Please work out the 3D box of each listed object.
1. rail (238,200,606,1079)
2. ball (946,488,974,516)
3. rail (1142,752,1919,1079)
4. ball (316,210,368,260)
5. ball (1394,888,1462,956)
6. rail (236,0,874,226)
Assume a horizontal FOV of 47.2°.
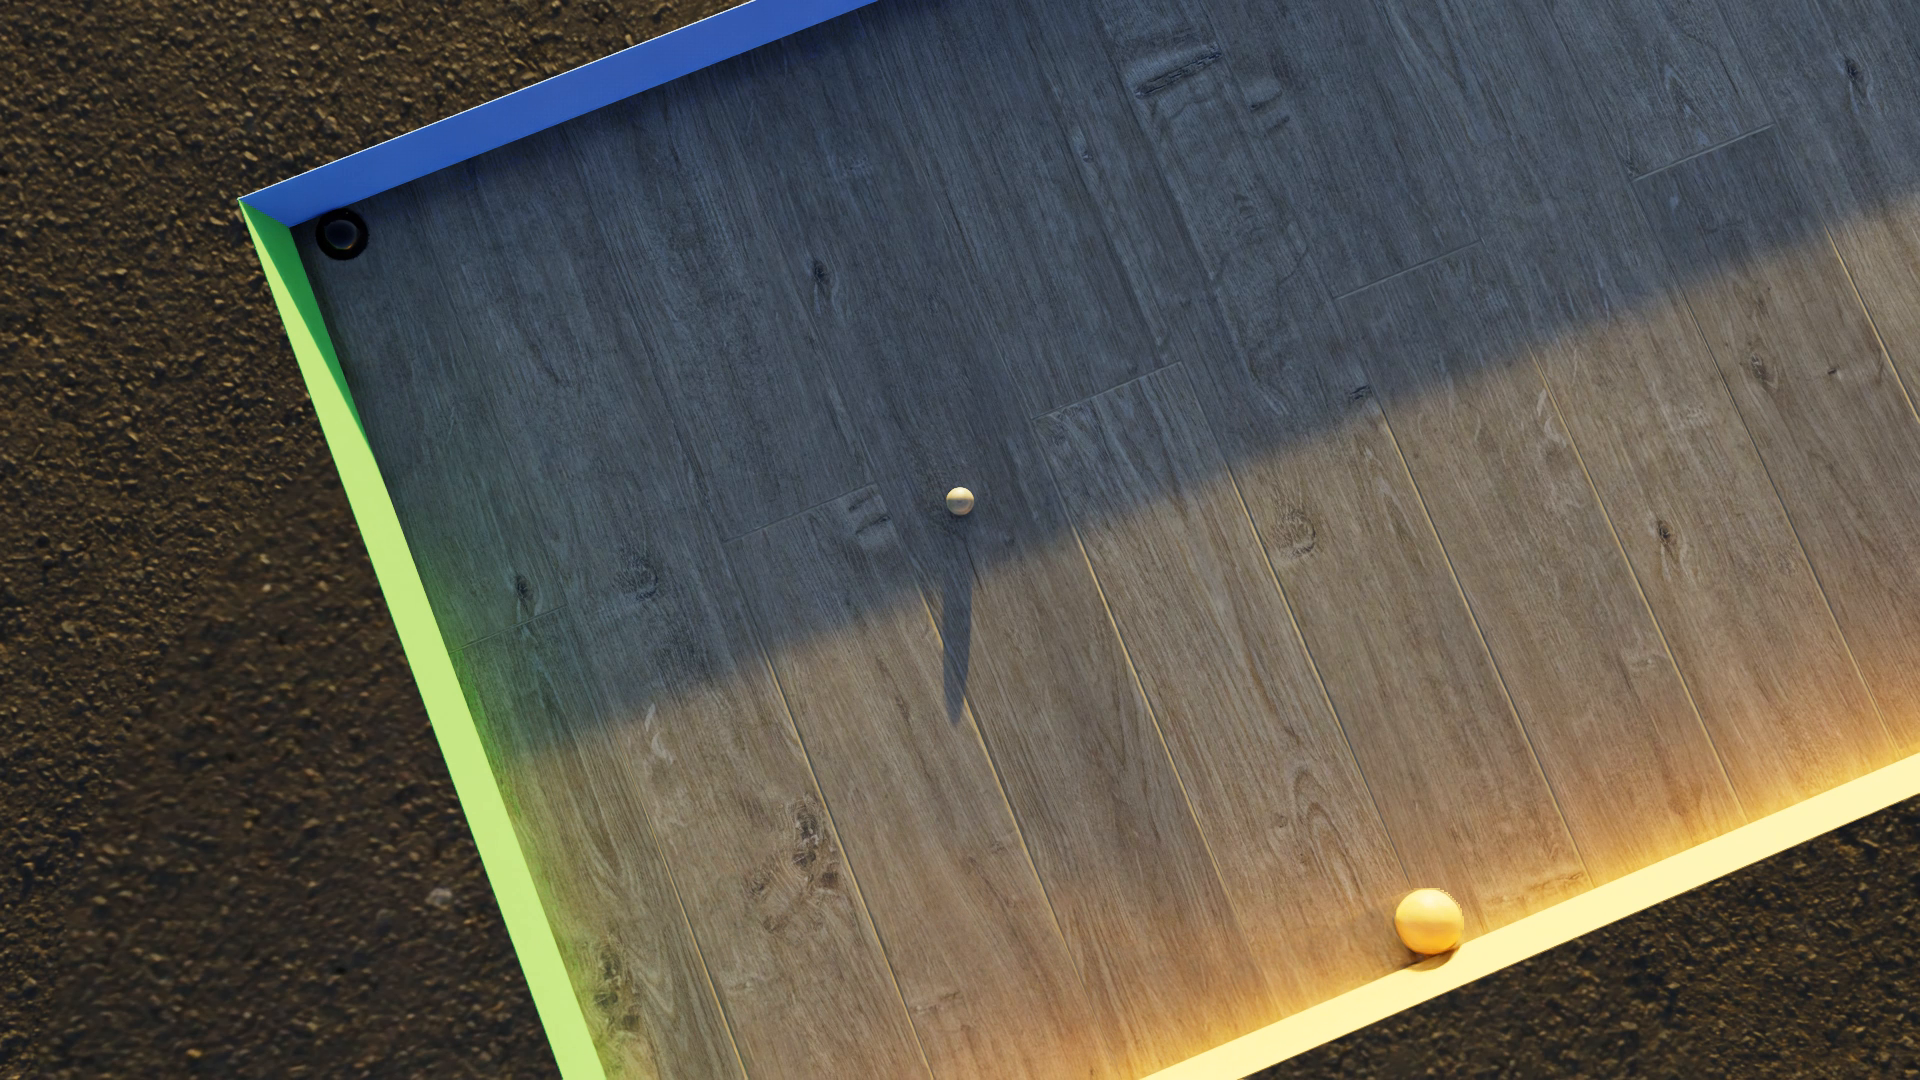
[{"bbox_3d":[-0.725,0.287,3.200,0.045,0.123,1.732,-22,82,-3],"label":"rail"},{"bbox_3d":[0.000,-0.058,3.295,0.042,0.042,0.042,0,81,0],"label":"ball"},{"bbox_3d":[1.064,0.466,3.172,3.225,0.123,0.045,-22,82,-3],"label":"rail"},{"bbox_3d":[-0.939,-0.463,3.340,0.077,0.077,0.077,0,81,0],"label":"ball"},{"bbox_3d":[0.676,0.552,3.174,0.095,0.095,0.095,0,81,0],"label":"ball"},{"bbox_3d":[0.429,-1.076,3.411,3.225,0.123,0.045,-22,82,-3],"label":"rail"}]
